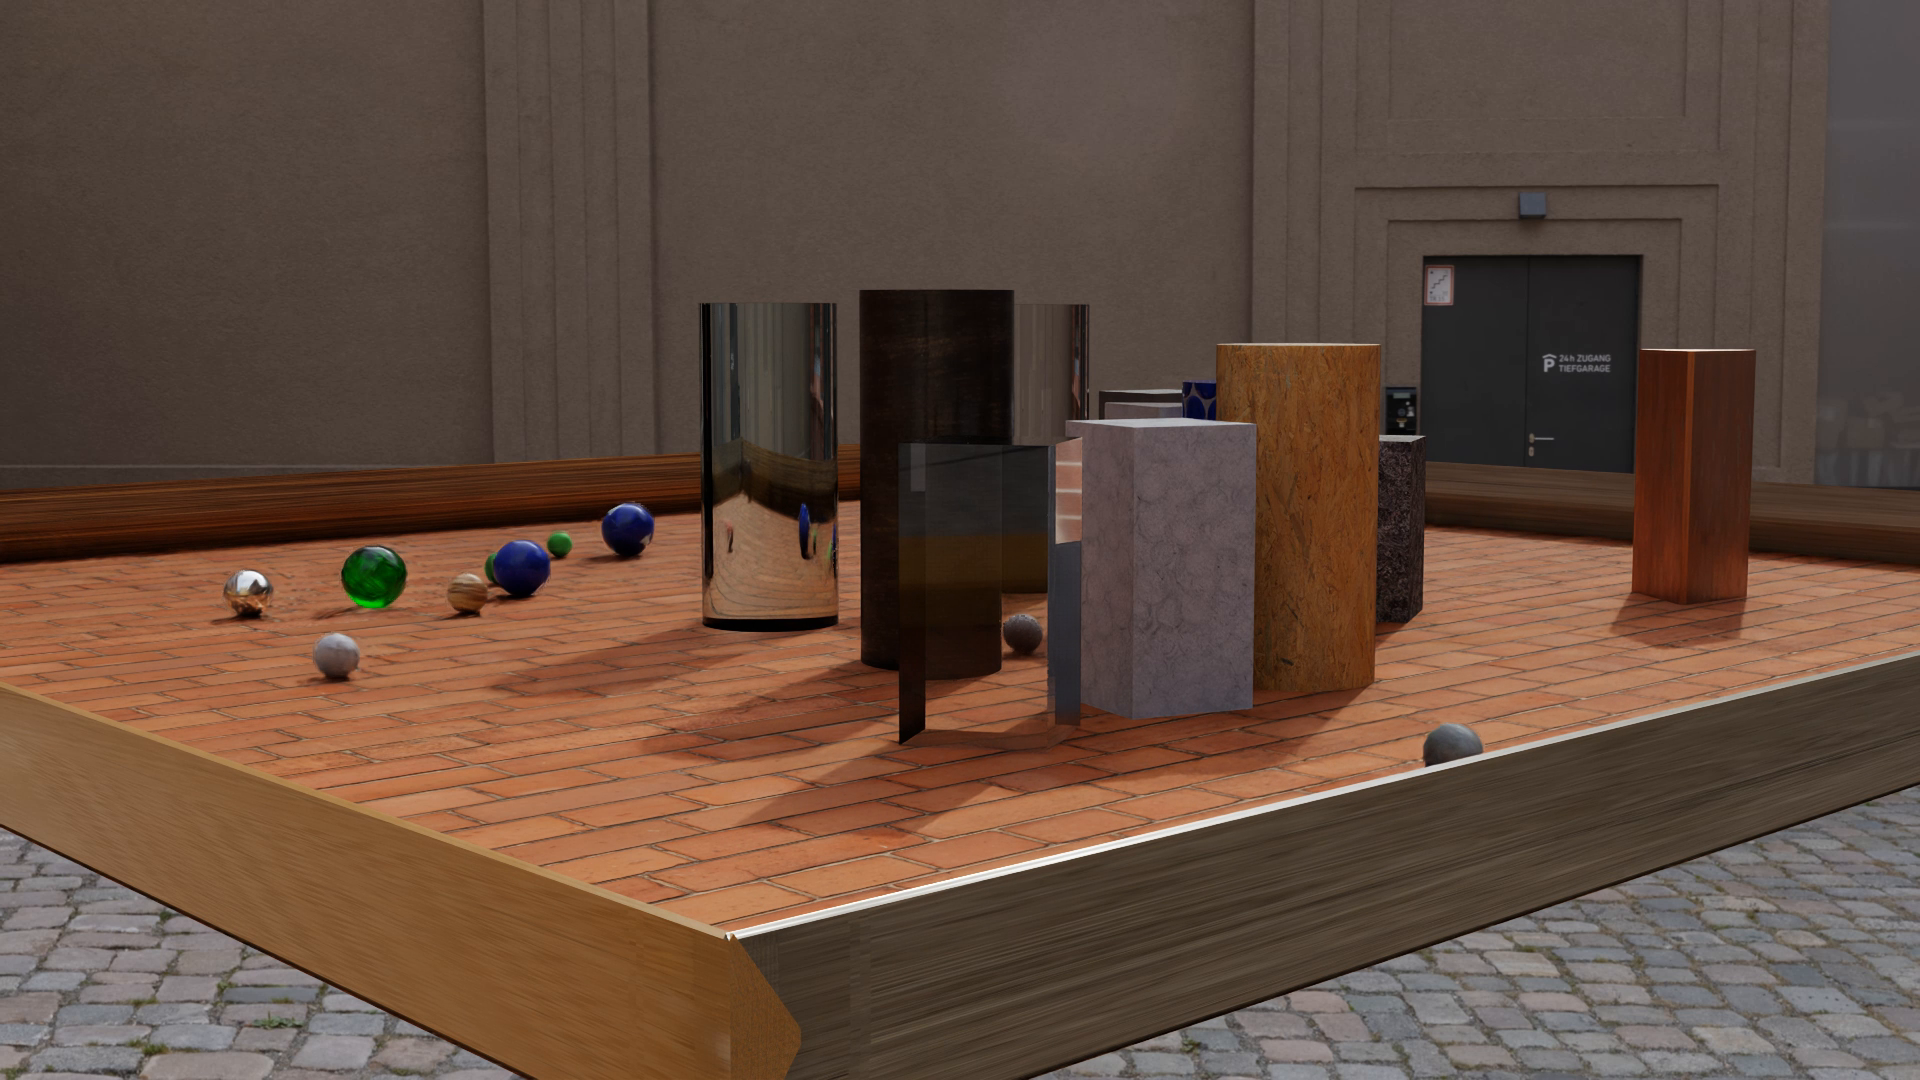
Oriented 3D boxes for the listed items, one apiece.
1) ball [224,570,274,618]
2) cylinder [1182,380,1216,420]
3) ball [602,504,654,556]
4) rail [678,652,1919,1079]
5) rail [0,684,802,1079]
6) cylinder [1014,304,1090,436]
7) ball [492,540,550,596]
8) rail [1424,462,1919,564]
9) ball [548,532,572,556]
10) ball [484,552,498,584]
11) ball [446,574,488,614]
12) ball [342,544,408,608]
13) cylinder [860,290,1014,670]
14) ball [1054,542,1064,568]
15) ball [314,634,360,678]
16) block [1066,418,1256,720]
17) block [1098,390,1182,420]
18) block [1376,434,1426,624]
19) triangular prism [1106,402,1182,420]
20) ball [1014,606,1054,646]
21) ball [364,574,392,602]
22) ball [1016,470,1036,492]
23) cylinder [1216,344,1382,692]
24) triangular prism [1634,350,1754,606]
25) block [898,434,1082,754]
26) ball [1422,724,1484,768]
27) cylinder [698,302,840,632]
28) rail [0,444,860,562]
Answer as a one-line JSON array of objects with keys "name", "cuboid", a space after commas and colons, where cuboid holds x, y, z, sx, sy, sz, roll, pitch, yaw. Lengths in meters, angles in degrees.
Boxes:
[{"name": "ball", "cuboid": [-1.033, 0.077, 3.193, 0.069, 0.069, 0.069, 0, 6, 0]}, {"name": "cylinder", "cuboid": [0.396, -0.040, 2.969, 0.195, 0.348, 0.195, 0, 6, 0]}, {"name": "ball", "cuboid": [-0.602, -0.019, 3.986, 0.095, 0.095, 0.095, 0, 6, 0]}, {"name": "rail", "cuboid": [1.036, 0.150, 2.215, 3.183, 0.126, 0.045, -5, 8, -42]}, {"name": "rail", "cuboid": [-1.152, 0.144, 2.275, 0.045, 0.126, 3.103, -5, 8, -42]}, {"name": "cylinder", "cuboid": [0.113, -0.157, 3.585, 0.195, 0.452, 0.195, 0, 6, 0]}, {"name": "ball", "cuboid": [-0.684, 0.043, 3.429, 0.088, 0.088, 0.088, 0, 6, 0]}, {"name": "rail", "cuboid": [1.152, -0.078, 4.389, 0.045, 0.126, 3.103, -5, 8, -42]}, {"name": "ball", "cuboid": [-0.722, 0.008, 3.968, 0.044, 0.044, 0.044, 0, 6, 0]}, {"name": "ball", "cuboid": [-0.747, 0.045, 3.577, 0.052, 0.052, 0.052, 0, 6, 0]}, {"name": "ball", "cuboid": [-0.723, 0.079, 3.226, 0.059, 0.059, 0.059, 0, 6, 0]}, {"name": "ball", "cuboid": [-0.874, 0.055, 3.283, 0.095, 0.095, 0.095, 0, 6, 0]}, {"name": "cylinder", "cuboid": [-0.029, -0.080, 2.777, 0.195, 0.468, 0.195, 0, 6, 0]}, {"name": "ball", "cuboid": [0.184, 0.027, 3.793, 0.045, 0.045, 0.045, 0, 6, 0]}, {"name": "ball", "cuboid": [-0.756, 0.140, 2.669, 0.053, 0.053, 0.053, 0, 6, 0]}, {"name": "block", "cuboid": [0.224, 0.026, 2.482, 0.156, 0.318, 0.156, -3, 7, -26]}, {"name": "block", "cuboid": [0.354, -0.112, 3.890, 0.156, 0.301, 0.156, -4, 7, -33]}, {"name": "block", "cuboid": [0.590, -0.020, 3.217, 0.156, 0.259, 0.156, 2, 6, 20]}, {"name": "triangular prism", "cuboid": [0.274, -0.044, 3.208, 0.146, 0.308, 0.168, 4, 7, 36]}, {"name": "ball", "cuboid": [0.098, 0.115, 2.920, 0.052, 0.052, 0.052, 0, 6, 0]}, {"name": "ball", "cuboid": [-0.890, 0.073, 3.360, 0.043, 0.043, 0.043, 0, 6, 0]}, {"name": "ball", "cuboid": [0.161, -0.145, 5.401, 0.051, 0.051, 0.051, 0, 6, 0]}, {"name": "cylinder", "cuboid": [0.404, -0.033, 2.646, 0.195, 0.403, 0.195, 0, 6, 0]}, {"name": "triangular prism", "cuboid": [1.113, -0.103, 3.412, 0.168, 0.382, 0.146, -5, 8, -38]}, {"name": "block", "cuboid": [0.033, 0.051, 2.290, 0.156, 0.310, 0.156, 2, 6, 16]}, {"name": "ball", "cuboid": [0.465, 0.201, 2.073, 0.057, 0.057, 0.057, 0, 6, 0]}, {"name": "cylinder", "cuboid": [-0.270, -0.108, 3.116, 0.195, 0.453, 0.195, 0, 6, 0]}, {"name": "rail", "cuboid": [-1.036, -0.084, 4.449, 3.183, 0.126, 0.045, -5, 8, -42]}]
